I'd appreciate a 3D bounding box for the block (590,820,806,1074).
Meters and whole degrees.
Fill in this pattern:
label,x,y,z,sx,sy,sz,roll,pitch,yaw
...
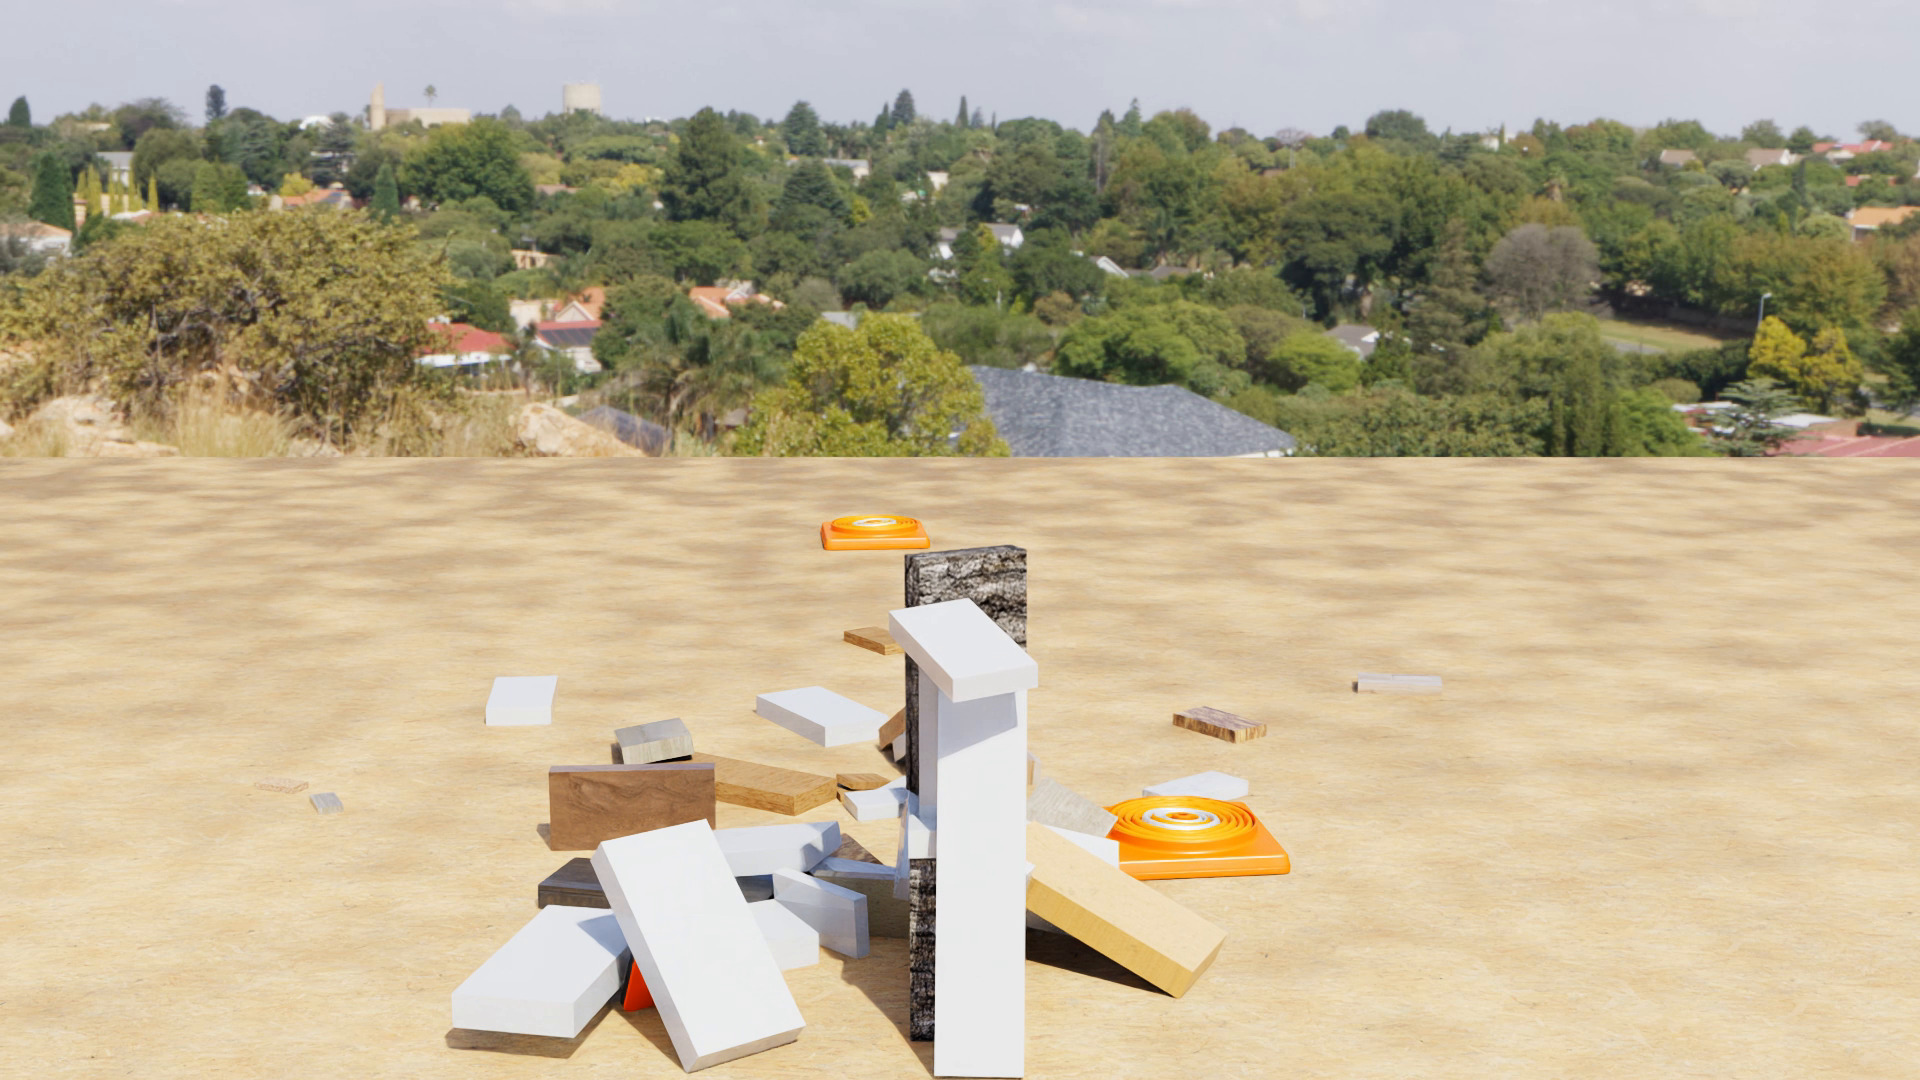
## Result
label,x,y,z,sx,sy,sz,roll,pitch,yaw
block,-0.369,0.563,3.080,0.172,0.049,0.345,-8,56,-37

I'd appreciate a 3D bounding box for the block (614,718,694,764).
label,x,y,z,sx,sy,sz,roll,pitch,yaw
block,-0.616,0.404,4.413,0.137,0.039,0.274,-10,5,-12

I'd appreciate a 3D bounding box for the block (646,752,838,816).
label,x,y,z,sx,sy,sz,roll,pitch,yaw
block,-0.434,0.465,4.236,0.387,0.039,0.137,7,12,32

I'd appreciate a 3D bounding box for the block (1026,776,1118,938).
label,x,y,z,sx,sy,sz,roll,pitch,yaw
block,0.135,0.511,3.574,0.141,0.040,0.282,29,40,12

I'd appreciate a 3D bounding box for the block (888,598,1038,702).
label,x,y,z,sx,sy,sz,roll,pitch,yaw
block,0.002,0.146,2.966,0.120,0.034,0.239,-9,23,-20

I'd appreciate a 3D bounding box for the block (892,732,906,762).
label,x,y,z,sx,sy,sz,roll,pitch,yaw
block,-0.017,0.379,4.317,0.154,0.044,0.309,-3,-16,-18

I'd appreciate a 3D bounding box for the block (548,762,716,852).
label,x,y,z,sx,sy,sz,roll,pitch,yaw
block,-0.579,0.473,3.901,0.290,0.145,0.041,-1,11,-4

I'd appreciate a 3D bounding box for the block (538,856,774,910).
label,x,y,z,sx,sy,sz,roll,pitch,yaw
block,-0.484,0.579,3.615,0.386,0.041,0.145,3,11,14

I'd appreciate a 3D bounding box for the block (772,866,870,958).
label,x,y,z,sx,sy,sz,roll,pitch,yaw
block,-0.218,0.583,3.443,0.191,0.095,0.027,10,19,44

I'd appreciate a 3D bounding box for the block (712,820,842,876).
label,x,y,z,sx,sy,sz,roll,pitch,yaw
block,-0.356,0.512,3.613,0.290,0.041,0.145,-7,7,21

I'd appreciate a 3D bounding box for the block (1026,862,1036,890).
label,x,y,z,sx,sy,sz,roll,pitch,yaw
block,0.040,0.547,3.313,0.095,0.191,0.027,27,30,18

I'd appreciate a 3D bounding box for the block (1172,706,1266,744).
label,x,y,z,sx,sy,sz,roll,pitch,yaw
block,0.550,0.391,4.666,0.093,0.026,0.186,-8,13,-37

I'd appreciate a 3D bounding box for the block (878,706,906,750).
label,x,y,z,sx,sy,sz,roll,pitch,yaw
block,-0.049,0.362,4.408,0.154,0.044,0.309,-3,-16,-18

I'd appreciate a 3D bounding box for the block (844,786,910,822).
label,x,y,z,sx,sy,sz,roll,pitch,yaw
block,-0.113,0.492,4.125,0.191,0.027,0.095,-3,11,-18

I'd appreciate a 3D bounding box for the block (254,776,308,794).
label,x,y,z,sx,sy,sz,roll,pitch,yaw
block,-1.313,0.475,4.255,0.093,0.013,0.046,4,11,21

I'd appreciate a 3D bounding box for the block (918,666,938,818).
label,x,y,z,sx,sy,sz,roll,pitch,yaw
block,0.004,0.264,3.043,0.120,0.239,0.034,0,10,1

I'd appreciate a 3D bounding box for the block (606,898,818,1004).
label,x,y,z,sx,sy,sz,roll,pitch,yaw
block,-0.451,0.628,3.330,0.441,0.049,0.172,-6,12,-27

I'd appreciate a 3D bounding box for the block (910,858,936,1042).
label,x,y,z,sx,sy,sz,roll,pitch,yaw
block,0.000,0.562,3.065,0.138,0.275,0.039,0,11,1

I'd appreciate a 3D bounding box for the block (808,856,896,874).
label,x,y,z,sx,sy,sz,roll,pitch,yaw
block,-0.142,0.557,3.614,0.197,0.028,0.099,14,3,-30

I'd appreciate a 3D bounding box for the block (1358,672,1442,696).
label,x,y,z,sx,sy,sz,roll,pitch,yaw
block,0.999,0.329,5.002,0.186,0.026,0.093,2,11,9

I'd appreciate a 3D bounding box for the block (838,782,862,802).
label,x,y,z,sx,sy,sz,roll,pitch,yaw
block,-0.215,0.480,4.221,0.051,0.015,0.103,-3,11,-15

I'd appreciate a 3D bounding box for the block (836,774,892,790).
label,x,y,z,sx,sy,sz,roll,pitch,yaw
block,-0.185,0.464,4.234,0.051,0.015,0.103,19,9,43

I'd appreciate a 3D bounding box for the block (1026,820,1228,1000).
label,x,y,z,sx,sy,sz,roll,pitch,yaw
block,0.219,0.557,3.342,0.349,0.049,0.175,29,20,17

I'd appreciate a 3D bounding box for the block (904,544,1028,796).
label,x,y,z,sx,sy,sz,roll,pitch,yaw
block,0.009,0.187,3.171,0.172,0.345,0.049,-5,11,-27

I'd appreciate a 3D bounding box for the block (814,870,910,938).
label,x,y,z,sx,sy,sz,roll,pitch,yaw
block,-0.135,0.577,3.478,0.191,0.095,0.027,2,11,10

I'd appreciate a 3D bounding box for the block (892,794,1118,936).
label,x,y,z,sx,sy,sz,roll,pitch,yaw
block,0.076,0.519,3.469,0.349,0.049,0.175,13,39,-7

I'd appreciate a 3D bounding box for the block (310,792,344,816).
label,x,y,z,sx,sy,sz,roll,pitch,yaw
block,-1.193,0.496,4.140,0.046,0.013,0.093,-5,12,-26

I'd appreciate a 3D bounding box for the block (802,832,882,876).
label,x,y,z,sx,sy,sz,roll,pitch,yaw
block,-0.215,0.551,3.663,0.099,0.028,0.197,37,24,21

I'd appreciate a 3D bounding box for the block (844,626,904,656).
label,x,y,z,sx,sy,sz,roll,pitch,yaw
block,-0.198,0.249,5.434,0.093,0.026,0.186,-7,13,-35

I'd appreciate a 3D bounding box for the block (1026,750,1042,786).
label,x,y,z,sx,sy,sz,roll,pitch,yaw
block,0.027,0.380,3.891,0.152,0.043,0.304,-1,8,-15

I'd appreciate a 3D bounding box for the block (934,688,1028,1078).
label,x,y,z,sx,sy,sz,roll,pitch,yaw
block,0.029,0.442,2.970,0.120,0.554,0.034,0,-3,2

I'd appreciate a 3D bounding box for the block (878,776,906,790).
label,x,y,z,sx,sy,sz,roll,pitch,yaw
block,-0.112,0.477,4.235,0.051,0.015,0.103,6,12,28

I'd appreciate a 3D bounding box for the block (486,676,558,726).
label,x,y,z,sx,sy,sz,roll,pitch,yaw
block,-0.962,0.352,4.843,0.137,0.039,0.274,-1,11,-7

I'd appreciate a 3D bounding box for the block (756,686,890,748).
label,x,y,z,sx,sy,sz,roll,pitch,yaw
block,-0.296,0.376,4.704,0.154,0.044,0.309,-7,12,-32

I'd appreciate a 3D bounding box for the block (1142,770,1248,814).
label,x,y,z,sx,sy,sz,roll,pitch,yaw
block,0.449,0.479,4.190,0.191,0.027,0.095,-9,14,-39

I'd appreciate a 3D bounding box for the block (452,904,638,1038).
label,x,y,z,sx,sy,sz,roll,pitch,yaw
block,-0.572,0.612,3.148,0.175,0.049,0.349,2,11,11

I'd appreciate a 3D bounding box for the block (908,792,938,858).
label,x,y,z,sx,sy,sz,roll,pitch,yaw
block,-0.003,0.390,3.131,0.138,0.039,0.275,0,10,-1
